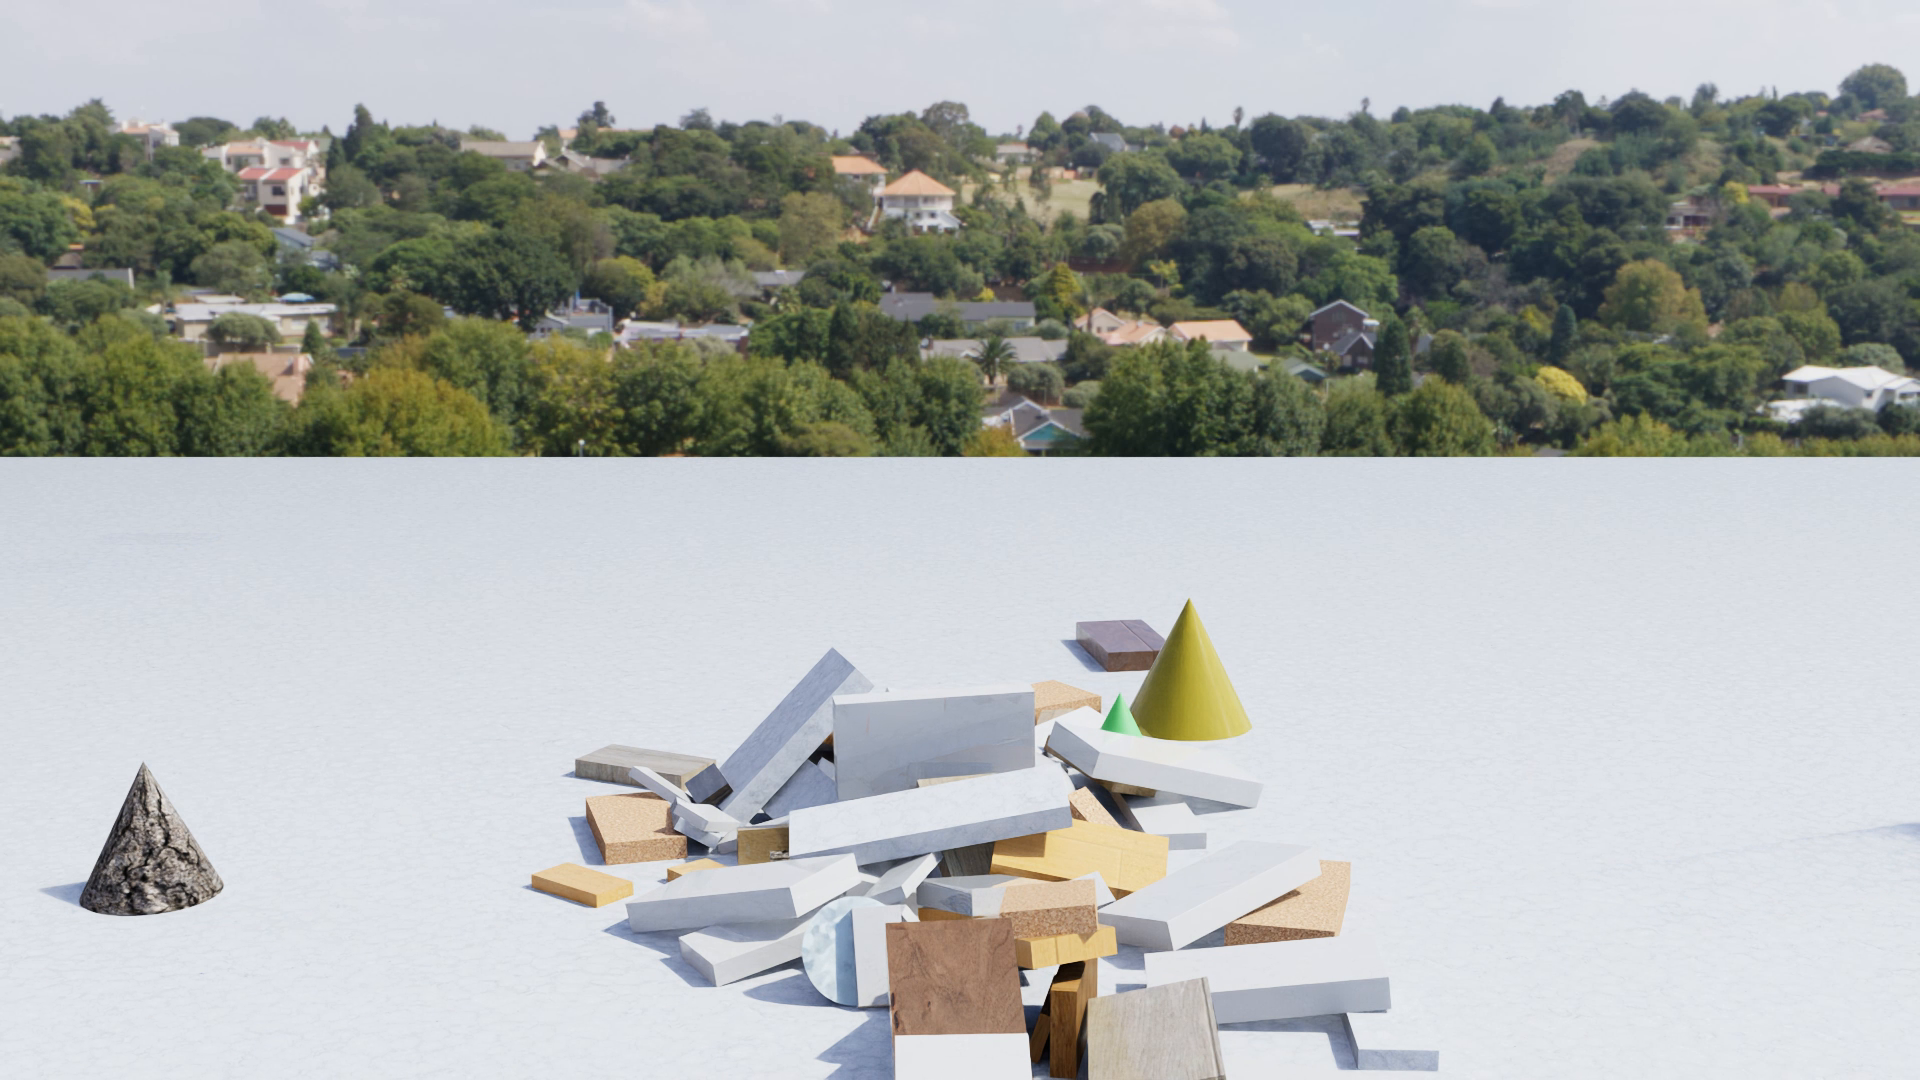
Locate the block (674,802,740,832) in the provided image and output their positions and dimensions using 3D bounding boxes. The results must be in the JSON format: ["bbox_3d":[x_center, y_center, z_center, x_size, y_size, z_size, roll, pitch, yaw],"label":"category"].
[{"bbox_3d":[-0.448,0.493,3.903,0.068,0.019,0.136,27,1,20],"label":"block"}]

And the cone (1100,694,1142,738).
[{"bbox_3d":[0.311,0.369,4.276,0.152,0.152,0.152,0,11,0],"label":"cone"}]

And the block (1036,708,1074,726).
[{"bbox_3d":[0.198,0.384,4.591,0.067,0.019,0.135,-4,13,10],"label":"block"}]

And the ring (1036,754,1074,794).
[{"bbox_3d":[0.007,0.467,3.967,0.409,0.136,0.409,1,11,0],"label":"ring"}]

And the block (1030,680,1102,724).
[{"bbox_3d":[0.115,0.367,4.737,0.346,0.049,0.173,-7,13,-34],"label":"block"}]

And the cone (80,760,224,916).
[{"bbox_3d":[-1.350,0.477,3.655,0.228,0.228,0.228,0,11,0],"label":"cone"}]

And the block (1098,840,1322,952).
[{"bbox_3d":[0.395,0.560,3.487,0.336,0.048,0.168,-19,9,-36],"label":"block"}]

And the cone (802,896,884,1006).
[{"bbox_3d":[-0.168,0.624,3.293,0.159,0.159,0.159,-2,-16,-13],"label":"cone"}]

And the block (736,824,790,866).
[{"bbox_3d":[-0.316,0.529,3.808,0.139,0.069,0.020,-2,11,-12],"label":"block"}]

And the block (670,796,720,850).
[{"bbox_3d":[-0.473,0.505,3.929,0.081,0.023,0.162,29,1,-12],"label":"block"}]

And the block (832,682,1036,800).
[{"bbox_3d":[-0.044,0.348,3.808,0.346,0.173,0.049,-3,14,-9],"label":"block"}]

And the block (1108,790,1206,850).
[{"bbox_3d":[0.337,0.463,4.267,0.108,0.031,0.777,-1,11,-7],"label":"block"}]

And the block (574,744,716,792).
[{"bbox_3d":[-0.619,0.449,4.331,0.249,0.035,0.125,5,12,26],"label":"block"}]

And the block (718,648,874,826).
[{"bbox_3d":[-0.320,0.365,4.099,0.356,0.050,0.178,-47,20,-5],"label":"block"}]

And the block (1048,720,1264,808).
[{"bbox_3d":[0.367,0.420,4.114,0.375,0.049,0.173,14,9,-29],"label":"block"}]

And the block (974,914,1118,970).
[{"bbox_3d":[0.096,0.555,3.063,0.130,0.037,0.259,-5,-2,-26],"label":"block"}]

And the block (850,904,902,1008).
[{"bbox_3d":[-0.119,0.607,3.209,0.071,0.142,0.020,-2,-18,-10],"label":"block"}]

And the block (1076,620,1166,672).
[{"bbox_3d":[0.401,0.255,5.343,0.168,0.048,0.336,-2,11,-10],"label":"block"}]

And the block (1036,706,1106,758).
[{"bbox_3d":[0.198,0.382,4.344,0.068,0.019,0.387,30,18,21],"label":"block"}]

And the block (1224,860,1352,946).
[{"bbox_3d":[0.533,0.589,3.547,0.168,0.048,0.336,3,11,14],"label":"block"}]

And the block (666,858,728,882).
[{"bbox_3d":[-0.412,0.573,3.695,0.081,0.023,0.162,-9,14,-41],"label":"block"}]

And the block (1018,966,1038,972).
[{"bbox_3d":[0.026,0.613,3.262,0.124,0.035,0.248,-2,-5,-12],"label":"block"}]

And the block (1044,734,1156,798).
[{"bbox_3d":[0.265,0.425,4.147,0.108,0.031,0.217,12,9,-37],"label":"block"}]

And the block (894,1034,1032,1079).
[{"bbox_3d":[0.008,0.690,2.480,0.157,0.045,0.315,0,33,-2],"label":"block"}]

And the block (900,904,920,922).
[{"bbox_3d":[-0.124,0.594,3.314,0.149,0.075,0.021,-18,32,32],"label":"block"}]

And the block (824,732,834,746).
[{"bbox_3d":[-0.116,0.389,4.242,0.356,0.050,0.178,20,8,-16],"label":"block"}]

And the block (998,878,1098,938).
[{"bbox_3d":[0.126,0.516,3.081,0.130,0.037,0.259,-6,-1,3],"label":"block"}]

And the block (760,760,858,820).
[{"bbox_3d":[-0.268,0.480,3.960,0.125,0.035,0.249,-47,24,-10],"label":"block"}]

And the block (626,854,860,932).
[{"bbox_3d":[-0.343,0.556,3.465,0.338,0.048,0.169,-11,4,34],"label":"block"}]

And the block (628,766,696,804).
[{"bbox_3d":[-0.545,0.464,4.082,0.136,0.019,0.068,31,0,16],"label":"block"}]

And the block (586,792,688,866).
[{"bbox_3d":[-0.585,0.516,3.958,0.141,0.040,0.283,-3,11,-16],"label":"block"}]

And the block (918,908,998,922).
[{"bbox_3d":[0.055,0.582,3.356,0.141,0.040,0.283,-1,-6,-23],"label":"block"}]

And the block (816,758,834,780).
[{"bbox_3d":[-0.210,0.425,3.938,0.069,0.020,0.139,33,-5,-15],"label":"block"}]

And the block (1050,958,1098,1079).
[{"bbox_3d":[0.160,0.640,3.062,0.035,0.124,0.248,2,11,10],"label":"block"}]

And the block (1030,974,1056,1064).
[{"bbox_3d":[0.120,0.665,3.061,0.020,0.071,0.142,20,13,6],"label":"block"}]

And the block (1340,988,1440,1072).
[{"bbox_3d":[0.598,0.684,3.080,0.108,0.031,0.217,0,11,2],"label":"block"}]

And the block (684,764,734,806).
[{"bbox_3d":[-0.467,0.459,4.081,0.068,0.019,0.136,-35,18,-8],"label":"block"}]

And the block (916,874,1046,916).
[{"bbox_3d":[0.041,0.547,3.396,0.141,0.040,0.283,-1,-5,-18],"label":"block"}]

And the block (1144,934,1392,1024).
[{"bbox_3d":[0.440,0.637,3.181,0.338,0.048,0.169,-6,10,4],"label":"block"}]

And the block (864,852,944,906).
[{"bbox_3d":[-0.092,0.539,3.500,0.075,0.021,0.240,-22,2,15],"label":"block"}]

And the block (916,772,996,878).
[{"bbox_3d":[0.029,0.506,3.671,0.142,0.040,0.284,-3,38,-16],"label":"block"}]

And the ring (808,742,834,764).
[{"bbox_3d":[-0.251,0.434,4.273,0.258,0.086,0.258,1,7,0],"label":"ring"}]

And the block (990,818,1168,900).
[{"bbox_3d":[0.196,0.525,3.616,0.284,0.040,0.142,11,36,1],"label":"block"}]

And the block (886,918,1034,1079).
[{"bbox_3d":[-0.003,0.597,2.701,0.162,0.046,0.324,-2,34,-4],"label":"block"}]

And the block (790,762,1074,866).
[{"bbox_3d":[-0.051,0.459,3.622,0.460,0.040,0.142,-10,24,0],"label":"block"}]

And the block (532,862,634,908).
[{"bbox_3d":[-0.632,0.577,3.679,0.162,0.023,0.081,8,13,38],"label":"block"}]

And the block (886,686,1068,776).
[{"bbox_3d":[0.023,0.388,4.262,0.355,0.050,0.178,20,8,-11],"label":"block"}]

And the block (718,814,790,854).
[{"bbox_3d":[-0.353,0.518,3.882,0.139,0.020,0.069,-17,6,14],"label":"block"}]

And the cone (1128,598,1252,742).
[{"bbox_3d":[0.487,0.257,4.696,0.279,0.279,0.279,0,11,0],"label":"cone"}]

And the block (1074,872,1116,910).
[{"bbox_3d":[0.165,0.581,3.498,0.149,0.021,0.075,-17,35,-12],"label":"block"}]

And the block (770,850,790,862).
[{"bbox_3d":[-0.250,0.578,3.636,0.130,0.037,0.297,-1,11,-5],"label":"block"}]

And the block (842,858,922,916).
[{"bbox_3d":[-0.149,0.546,3.666,0.130,0.037,0.259,16,9,-16],"label":"block"}]

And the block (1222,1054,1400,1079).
[{"bbox_3d":[0.405,0.724,2.823,0.315,0.045,0.158,4,11,19],"label":"block"}]

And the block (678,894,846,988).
[{"bbox_3d":[-0.285,0.606,3.377,0.259,0.037,0.130,-16,17,-27],"label":"block"}]

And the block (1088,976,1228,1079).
[{"bbox_3d":[0.255,0.668,2.872,0.169,0.048,0.377,-12,6,4],"label":"block"}]

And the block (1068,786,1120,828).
[{"bbox_3d":[0.243,0.499,3.879,0.135,0.019,0.067,48,31,17],"label":"block"}]
